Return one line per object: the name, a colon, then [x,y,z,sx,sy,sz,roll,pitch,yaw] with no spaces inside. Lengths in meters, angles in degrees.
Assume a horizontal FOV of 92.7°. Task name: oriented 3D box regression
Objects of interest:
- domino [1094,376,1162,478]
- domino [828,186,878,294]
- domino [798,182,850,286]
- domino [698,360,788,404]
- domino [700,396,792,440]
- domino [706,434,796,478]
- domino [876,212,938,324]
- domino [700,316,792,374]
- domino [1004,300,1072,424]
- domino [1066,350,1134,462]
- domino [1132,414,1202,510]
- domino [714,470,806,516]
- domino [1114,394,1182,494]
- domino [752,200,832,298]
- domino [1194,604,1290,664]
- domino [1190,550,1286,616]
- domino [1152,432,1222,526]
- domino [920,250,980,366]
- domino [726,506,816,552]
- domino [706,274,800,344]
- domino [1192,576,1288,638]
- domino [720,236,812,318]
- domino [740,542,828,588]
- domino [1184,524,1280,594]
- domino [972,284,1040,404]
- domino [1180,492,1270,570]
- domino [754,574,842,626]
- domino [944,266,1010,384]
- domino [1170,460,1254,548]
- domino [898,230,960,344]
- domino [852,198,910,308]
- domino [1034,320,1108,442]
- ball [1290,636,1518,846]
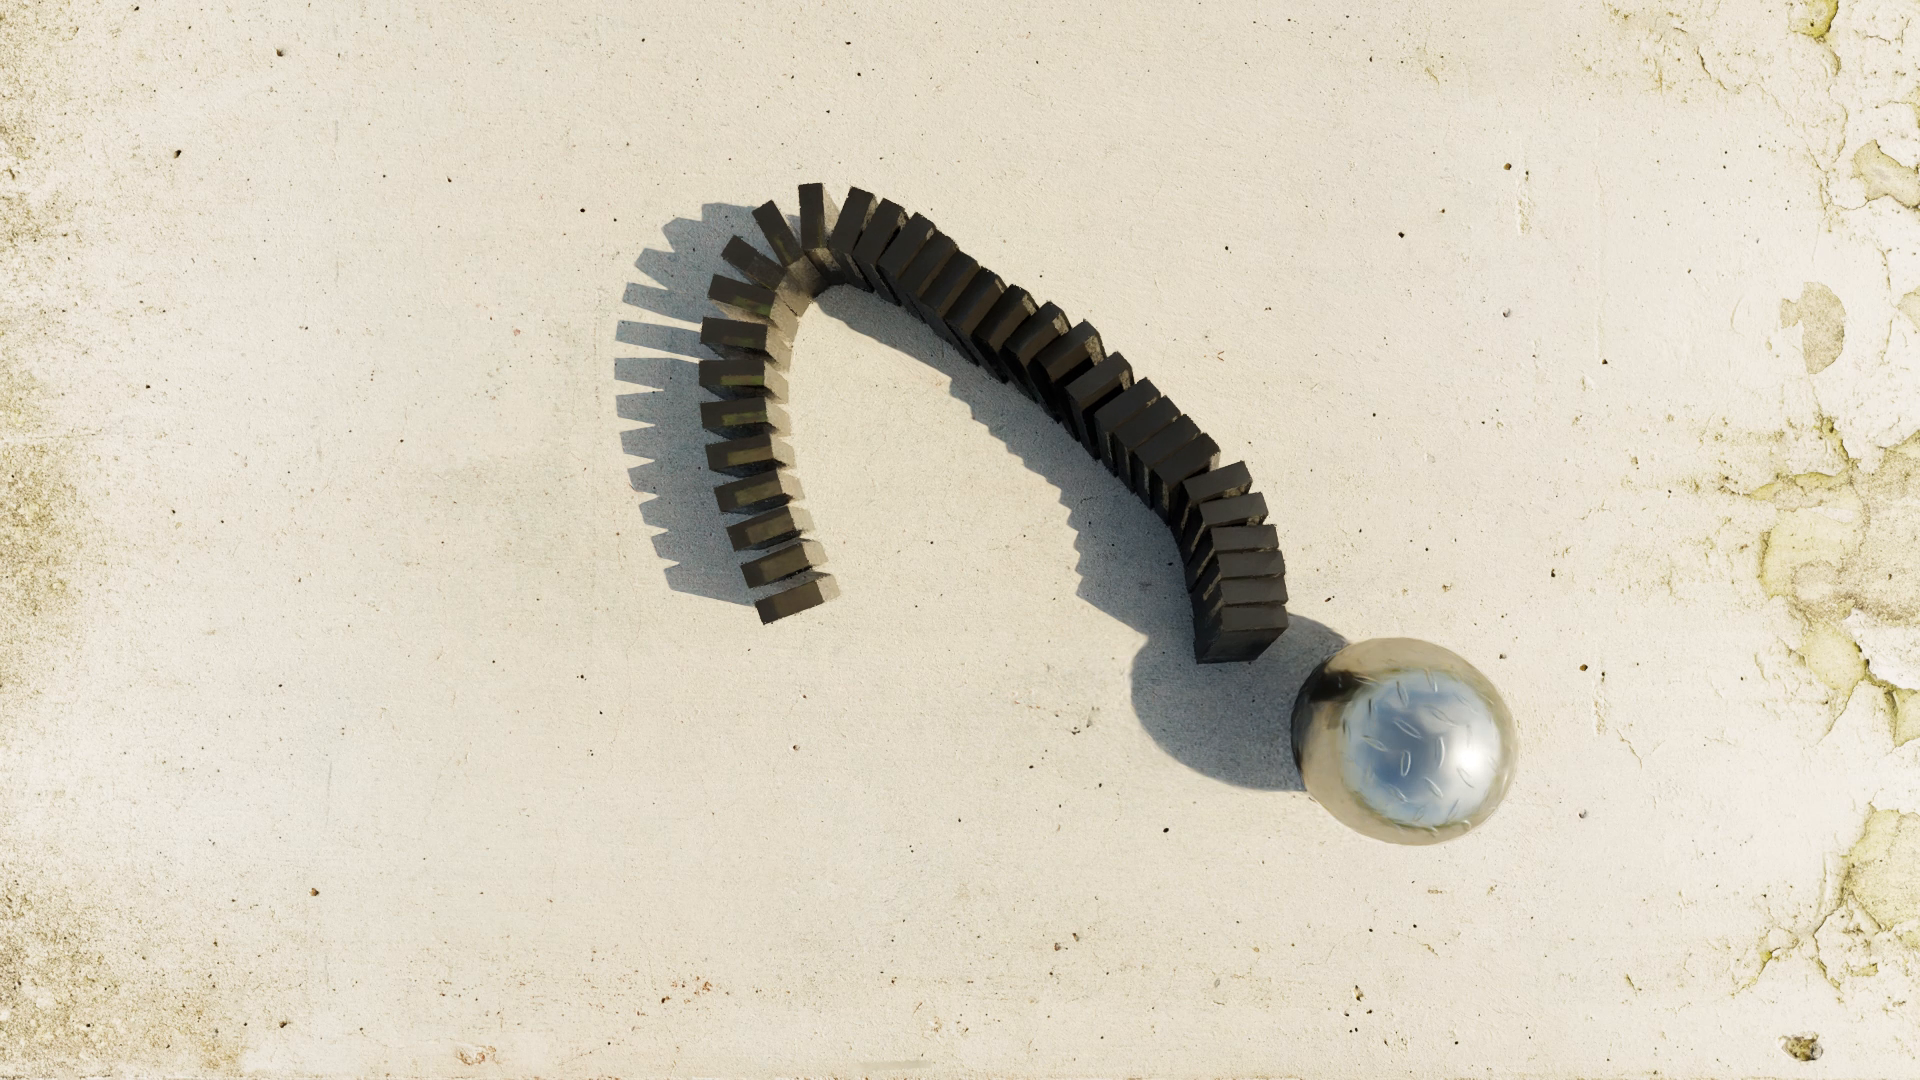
domino: [0.069,-0.045,0.375,0.025,0.050,0.009,-35,69,0]
domino: [-0.040,-0.121,0.375,0.010,0.050,0.025,22,90,5]
domino: [-0.054,-0.124,0.375,0.009,0.050,0.025,-4,90,5]
domino: [-0.087,-0.064,0.375,0.025,0.050,0.009,0,90,0]
domino: [-0.086,-0.049,0.375,0.025,0.050,0.009,-6,90,0]
domino: [-0.084,-0.034,0.375,0.025,0.050,0.009,-10,90,0]
domino: [-0.016,-0.110,0.375,0.010,0.050,0.025,37,90,14]
domino: [-0.086,-0.079,0.375,0.025,0.050,0.009,7,90,0]
domino: [0.039,-0.072,0.377,0.025,0.050,0.009,-44,54,0]
domino: [0.060,-0.054,0.376,0.025,0.050,0.009,-35,63,0]
domino: [0.085,-0.031,0.375,0.025,0.050,0.009,-35,69,0]
domino: [-0.081,-0.019,0.375,0.025,0.050,0.010,-16,90,0]
domino: [0.077,-0.038,0.375,0.025,0.050,0.009,-35,69,0]
domino: [-0.068,-0.118,0.375,0.009,0.050,0.025,-30,90,4]
domino: [0.114,0.039,0.375,0.025,0.050,0.010,-4,67,0]
domino: [0.113,0.019,0.375,0.025,0.050,0.010,-4,67,0]
domino: [0.092,-0.024,0.375,0.025,0.050,0.010,-35,69,0]
domino: [0.003,-0.094,0.375,0.009,0.050,0.025,37,90,25]
domino: [-0.076,-0.004,0.375,0.025,0.050,0.010,-20,90,0]
domino: [-0.083,-0.094,0.375,0.025,0.050,0.009,17,91,0]
domino: [0.114,0.029,0.375,0.025,0.050,0.010,-4,67,0]
domino: [-0.078,-0.107,0.375,0.025,0.050,0.009,34,93,0]
domino: [-0.071,0.010,0.375,0.025,0.050,0.009,-21,90,0]
domino: [0.110,0.008,0.375,0.025,0.050,0.009,-4,67,0]
domino: [0.027,-0.080,0.377,0.010,0.050,0.025,38,90,35]
domino: [0.107,-0.003,0.375,0.025,0.050,0.009,-11,68,0]
domino: [-0.065,0.024,0.375,0.025,0.050,0.010,-20,90,0]
domino: [0.014,-0.087,0.376,0.010,0.050,0.025,37,90,29]
domino: [0.102,-0.014,0.375,0.025,0.050,0.010,-19,68,0]
domino: [-0.006,-0.102,0.375,0.009,0.050,0.025,37,90,20]
domino: [-0.028,-0.116,0.375,0.010,0.050,0.025,29,90,10]
domino: [0.050,-0.064,0.377,0.025,0.050,0.010,-36,54,0]
ball: [0.172,0.078,0.360,0.080,0.080,0.080,0,90,0]
